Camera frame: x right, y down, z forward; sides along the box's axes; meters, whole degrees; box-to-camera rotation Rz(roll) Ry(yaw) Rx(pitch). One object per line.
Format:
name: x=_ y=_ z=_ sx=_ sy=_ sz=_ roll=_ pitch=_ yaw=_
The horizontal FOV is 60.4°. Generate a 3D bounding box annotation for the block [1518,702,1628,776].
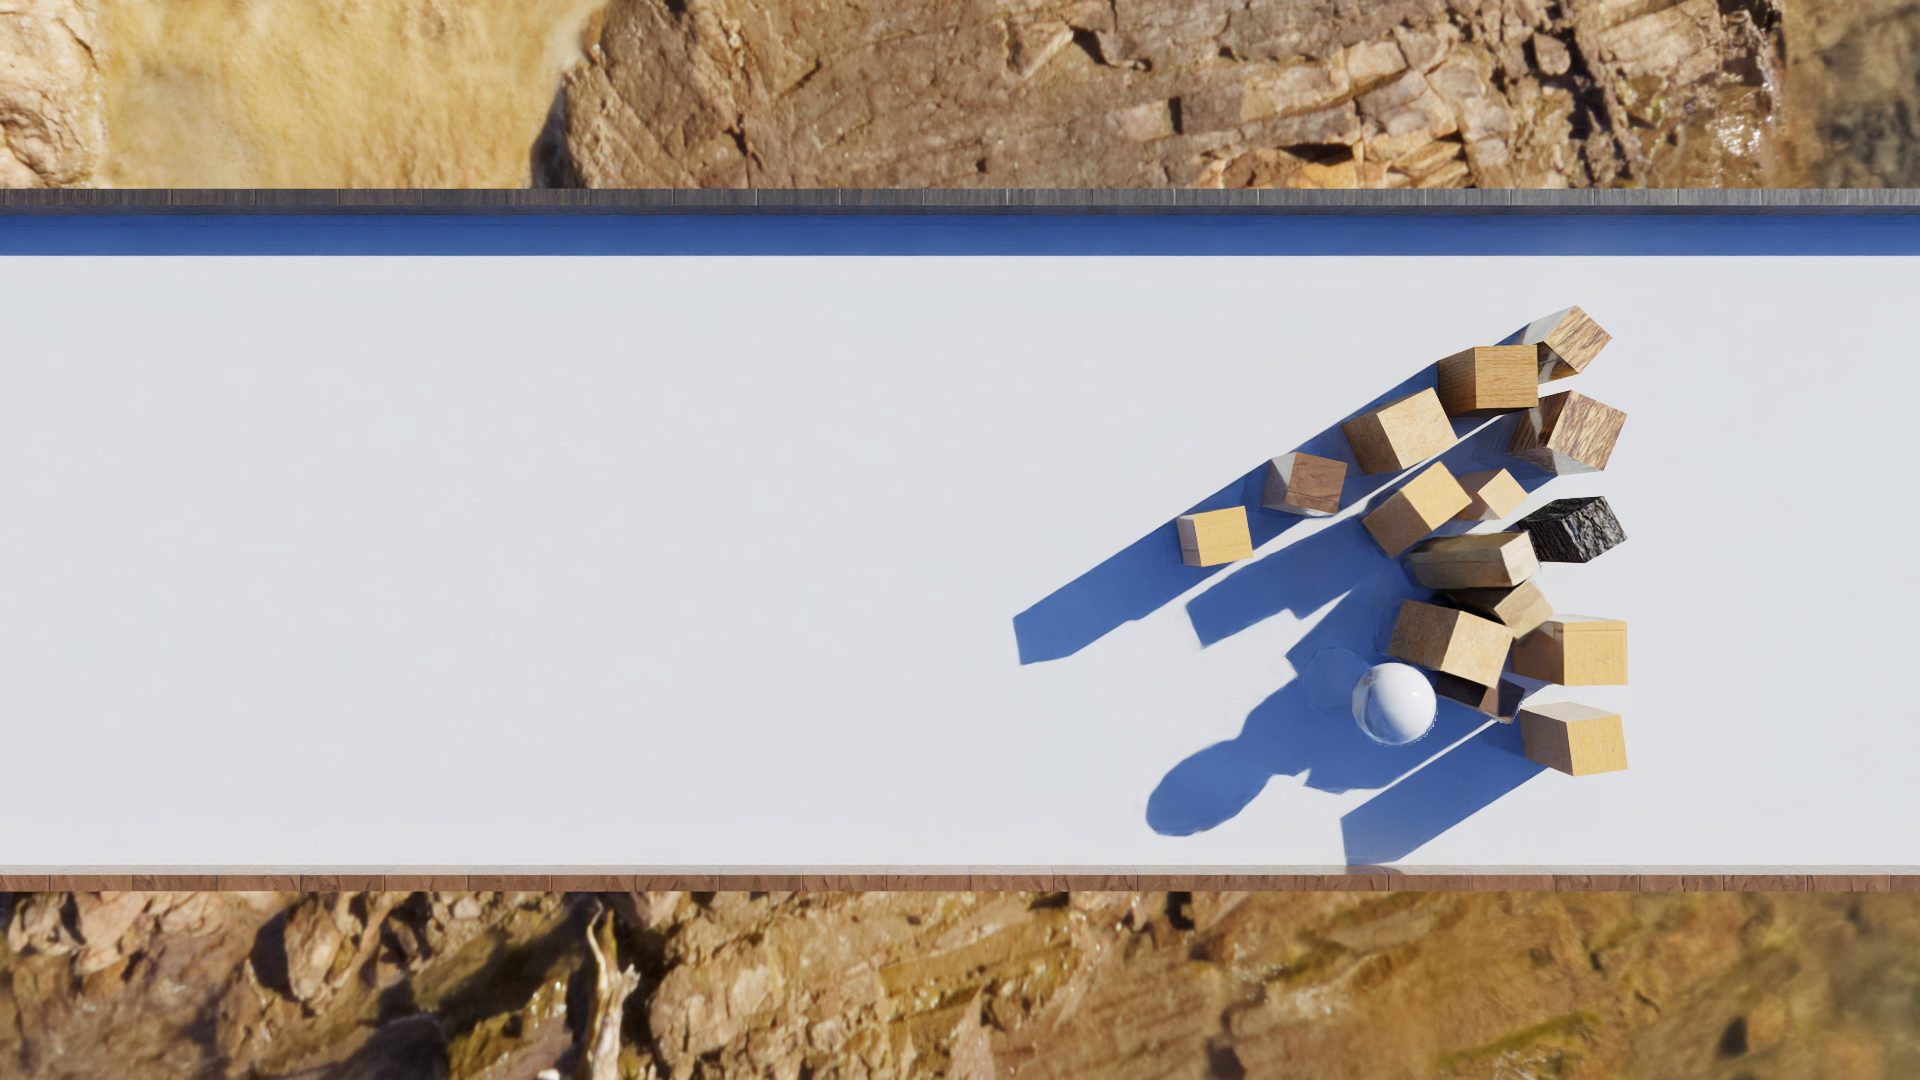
block: x=1.807 y=0.583 z=4.876 sx=0.156 sy=0.402 sz=0.156 roll=-8 pitch=90 yaw=0

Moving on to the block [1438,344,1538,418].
block: x=1.559 y=-0.466 z=4.890 sx=0.177 sy=0.373 sz=0.177 roll=-2 pitch=90 yaw=0

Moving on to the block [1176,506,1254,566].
block: x=0.751 y=-0.011 z=4.893 sx=0.150 sy=0.368 sz=0.150 roll=-10 pitch=90 yaw=0

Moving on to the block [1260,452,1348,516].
block: x=1.014 y=-0.162 z=4.885 sx=0.150 sy=0.382 sz=0.150 roll=13 pitch=90 yaw=0

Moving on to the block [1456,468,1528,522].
block: x=1.551 y=-0.132 z=4.894 sx=0.104 sy=0.366 sz=0.104 roll=-42 pitch=90 yaw=0

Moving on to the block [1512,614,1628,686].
block: x=1.789 y=0.319 z=4.863 sx=0.180 sy=0.423 sz=0.180 roll=-1 pitch=91 yaw=-1

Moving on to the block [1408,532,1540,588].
block: x=1.516 y=0.062 z=4.881 sx=0.120 sy=0.363 sz=0.120 roll=-27 pitch=100 yaw=-27

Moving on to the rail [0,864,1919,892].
rail: x=-2.247 y=1.025 z=5.001 sx=12.000 sy=0.150 sz=0.050 roll=0 pitch=90 yaw=0

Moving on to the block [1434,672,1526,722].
block: x=1.544 y=0.448 z=4.916 sx=0.108 sy=0.308 sz=0.108 roll=25 pitch=90 yaw=-9

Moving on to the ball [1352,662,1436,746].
ball: x=1.243 y=0.469 z=4.730 sx=0.236 sy=0.236 sz=0.236 roll=0 pitch=90 yaw=0

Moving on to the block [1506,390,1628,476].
block: x=1.795 y=-0.314 z=4.897 sx=0.177 sy=0.359 sz=0.177 roll=23 pitch=90 yaw=0

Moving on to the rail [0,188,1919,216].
rail: x=-2.247 y=-1.025 z=5.002 sx=12.000 sy=0.150 sz=0.050 roll=0 pitch=90 yaw=0

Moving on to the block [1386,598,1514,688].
block: x=1.445 y=0.302 z=4.880 sx=0.178 sy=0.368 sz=0.178 roll=19 pitch=90 yaw=-10

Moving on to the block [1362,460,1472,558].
block: x=1.340 y=-0.084 z=4.862 sx=0.148 sy=0.392 sz=0.148 roll=-35 pitch=81 yaw=-9

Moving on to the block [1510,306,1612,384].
block: x=1.764 y=-0.573 z=4.891 sx=0.140 sy=0.370 sz=0.140 roll=42 pitch=90 yaw=0

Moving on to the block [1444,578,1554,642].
block: x=1.601 y=0.184 z=4.909 sx=0.137 sy=0.306 sz=0.137 roll=-41 pitch=102 yaw=-3

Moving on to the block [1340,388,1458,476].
block: x=1.286 y=-0.314 z=4.854 sx=0.174 sy=0.445 sz=0.174 roll=-26 pitch=90 yaw=0

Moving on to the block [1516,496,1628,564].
block: x=1.807 y=-0.029 z=4.887 sx=0.141 sy=0.379 sz=0.141 roll=-30 pitch=90 yaw=0
